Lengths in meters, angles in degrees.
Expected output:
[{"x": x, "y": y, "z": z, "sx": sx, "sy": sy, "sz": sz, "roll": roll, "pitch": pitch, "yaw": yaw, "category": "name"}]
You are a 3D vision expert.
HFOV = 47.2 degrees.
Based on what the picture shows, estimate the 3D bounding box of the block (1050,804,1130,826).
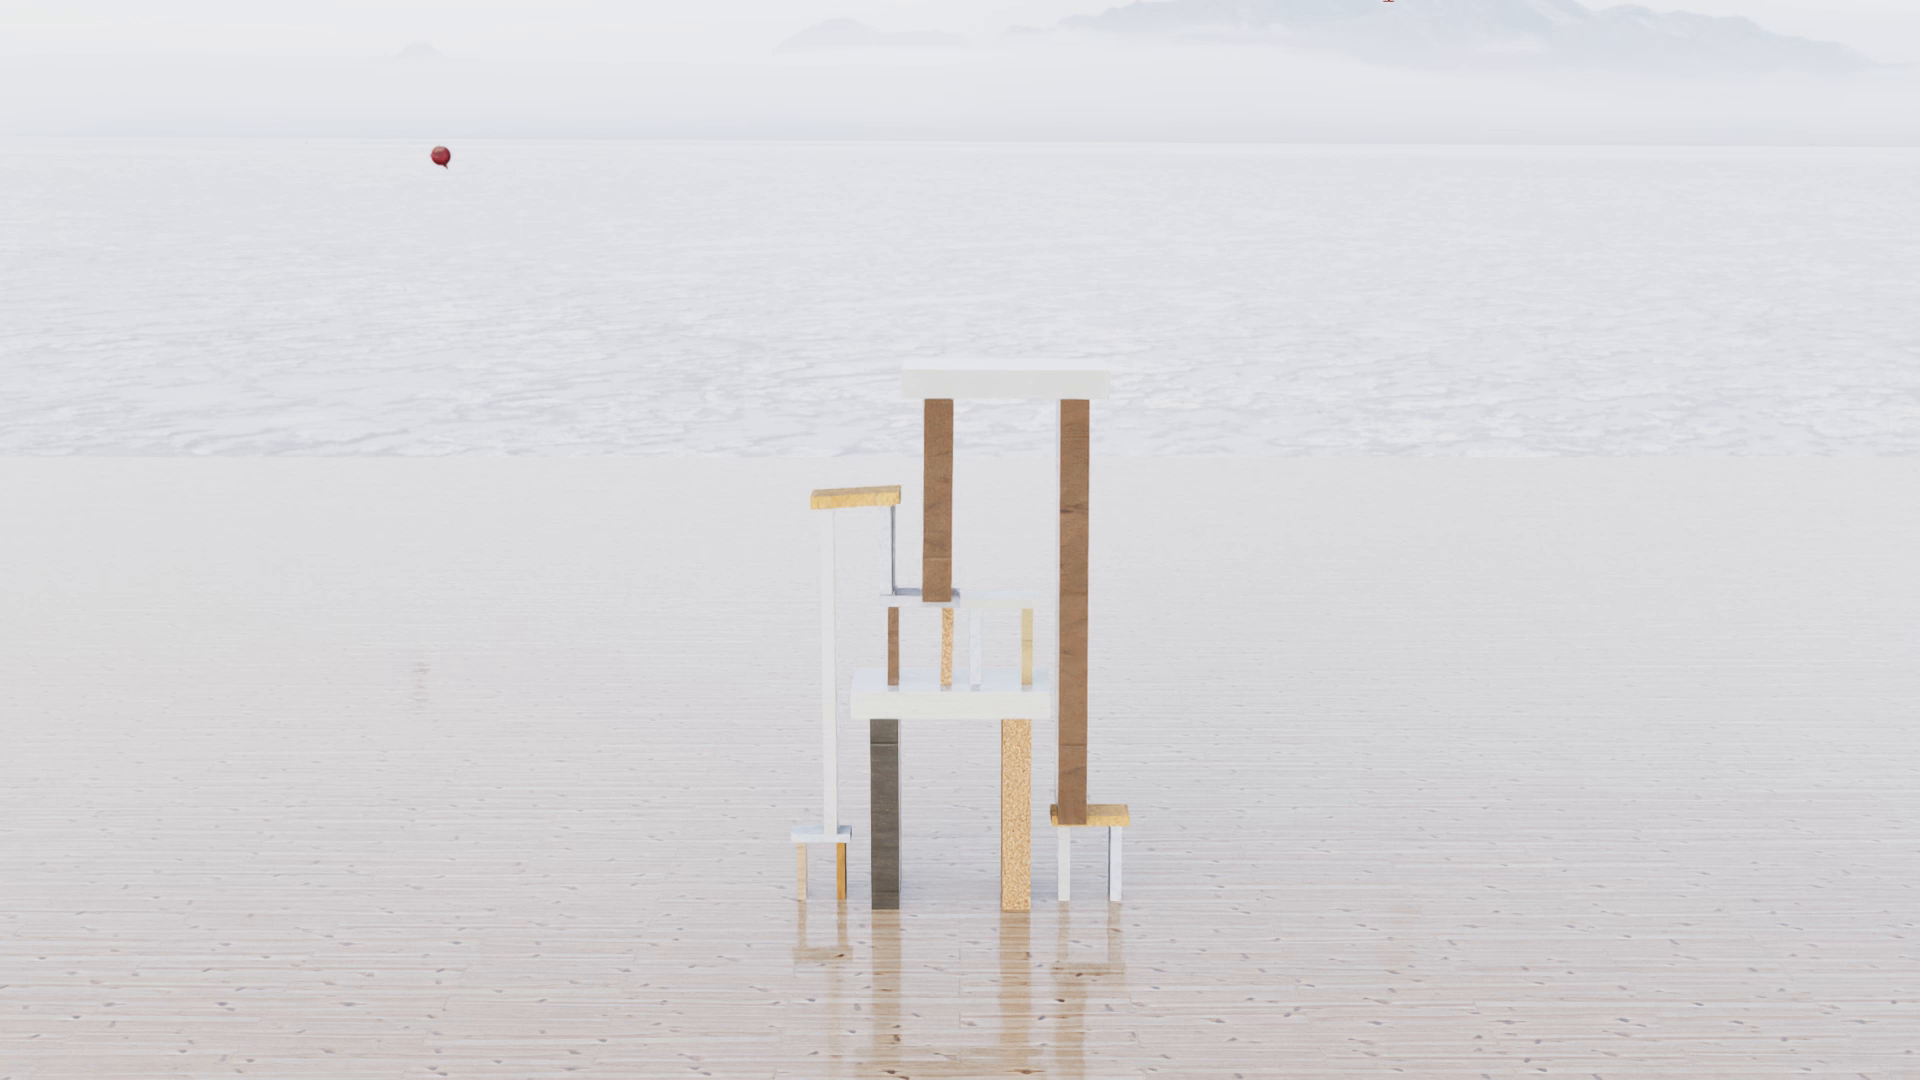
[{"x": 0.215, "y": 0.456, "z": 3.642, "sx": 0.128, "sy": 0.018, "sz": 0.064, "roll": 0, "pitch": 11, "yaw": 0, "category": "block"}]

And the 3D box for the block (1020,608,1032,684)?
[{"x": 0.109, "y": 0.167, "z": 3.591, "sx": 0.018, "sy": 0.126, "sz": 0.063, "roll": 0, "pitch": 11, "yaw": 0, "category": "block"}]

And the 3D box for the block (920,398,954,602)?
[{"x": -0.038, "y": -0.076, "z": 3.548, "sx": 0.046, "sy": 0.325, "sz": 0.162, "roll": 0, "pitch": 11, "yaw": -2, "category": "block"}]

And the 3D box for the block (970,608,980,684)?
[{"x": 0.025, "y": 0.167, "z": 3.591, "sx": 0.018, "sy": 0.126, "sz": 0.063, "roll": 0, "pitch": 11, "yaw": 0, "category": "block"}]

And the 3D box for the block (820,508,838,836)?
[{"x": -0.213, "y": 0.212, "z": 3.600, "sx": 0.020, "sy": 0.545, "sz": 0.072, "roll": 0, "pitch": 11, "yaw": 0, "category": "block"}]

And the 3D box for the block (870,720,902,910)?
[{"x": -0.122, "y": 0.431, "z": 3.644, "sx": 0.046, "sy": 0.321, "sz": 0.161, "roll": 0, "pitch": 11, "yaw": 0, "category": "block"}]

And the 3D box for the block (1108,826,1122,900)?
[{"x": 0.257, "y": 0.528, "z": 3.655, "sx": 0.018, "sy": 0.128, "sz": 0.064, "roll": 0, "pitch": 11, "yaw": 0, "category": "block"}]

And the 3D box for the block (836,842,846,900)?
[{"x": -0.197, "y": 0.542, "z": 3.656, "sx": 0.014, "sy": 0.098, "sz": 0.049, "roll": 0, "pitch": 11, "yaw": 0, "category": "block"}]

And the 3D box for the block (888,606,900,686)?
[{"x": -0.108, "y": 0.167, "z": 3.587, "sx": 0.018, "sy": 0.129, "sz": 0.064, "roll": 0, "pitch": 11, "yaw": 0, "category": "block"}]

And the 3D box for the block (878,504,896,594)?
[{"x": -0.118, "y": 0.010, "z": 3.556, "sx": 0.020, "sy": 0.143, "sz": 0.072, "roll": 0, "pitch": 10, "yaw": 4, "category": "block"}]

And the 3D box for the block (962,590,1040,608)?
[{"x": 0.067, "y": 0.097, "z": 3.578, "sx": 0.126, "sy": 0.018, "sz": 0.063, "roll": 0, "pitch": 11, "yaw": 0, "category": "block"}]

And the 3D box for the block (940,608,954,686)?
[{"x": -0.021, "y": 0.166, "z": 3.589, "sx": 0.018, "sy": 0.129, "sz": 0.064, "roll": 1, "pitch": 11, "yaw": -1, "category": "block"}]

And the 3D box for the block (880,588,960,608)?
[{"x": -0.064, "y": 0.094, "z": 3.574, "sx": 0.129, "sy": 0.018, "sz": 0.064, "roll": 1, "pitch": 11, "yaw": -1, "category": "block"}]

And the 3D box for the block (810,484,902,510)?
[{"x": -0.167, "y": -0.069, "z": 3.547, "sx": 0.143, "sy": 0.020, "sz": 0.072, "roll": -3, "pitch": 11, "yaw": 2, "category": "block"}]

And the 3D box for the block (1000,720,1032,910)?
[{"x": 0.092, "y": 0.431, "z": 3.644, "sx": 0.046, "sy": 0.321, "sz": 0.161, "roll": 0, "pitch": 11, "yaw": 0, "category": "block"}]

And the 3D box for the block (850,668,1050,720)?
[{"x": -0.015, "y": 0.251, "z": 3.610, "sx": 0.321, "sy": 0.046, "sz": 0.161, "roll": 0, "pitch": 11, "yaw": 0, "category": "block"}]

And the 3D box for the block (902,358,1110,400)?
[{"x": 0.071, "y": -0.258, "z": 3.512, "sx": 0.325, "sy": 0.046, "sz": 0.162, "roll": 0, "pitch": 11, "yaw": 0, "category": "block"}]

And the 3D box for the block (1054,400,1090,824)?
[{"x": 0.181, "y": 0.106, "z": 3.580, "sx": 0.046, "sy": 0.693, "sz": 0.162, "roll": 0, "pitch": 10, "yaw": 0, "category": "block"}]

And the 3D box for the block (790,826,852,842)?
[{"x": -0.230, "y": 0.487, "z": 3.646, "sx": 0.098, "sy": 0.014, "sz": 0.049, "roll": 0, "pitch": 11, "yaw": 0, "category": "block"}]

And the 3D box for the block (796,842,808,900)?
[{"x": -0.262, "y": 0.542, "z": 3.656, "sx": 0.014, "sy": 0.098, "sz": 0.049, "roll": 0, "pitch": 11, "yaw": 0, "category": "block"}]

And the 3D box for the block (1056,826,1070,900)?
[{"x": 0.172, "y": 0.528, "z": 3.655, "sx": 0.018, "sy": 0.128, "sz": 0.064, "roll": 0, "pitch": 11, "yaw": 0, "category": "block"}]
